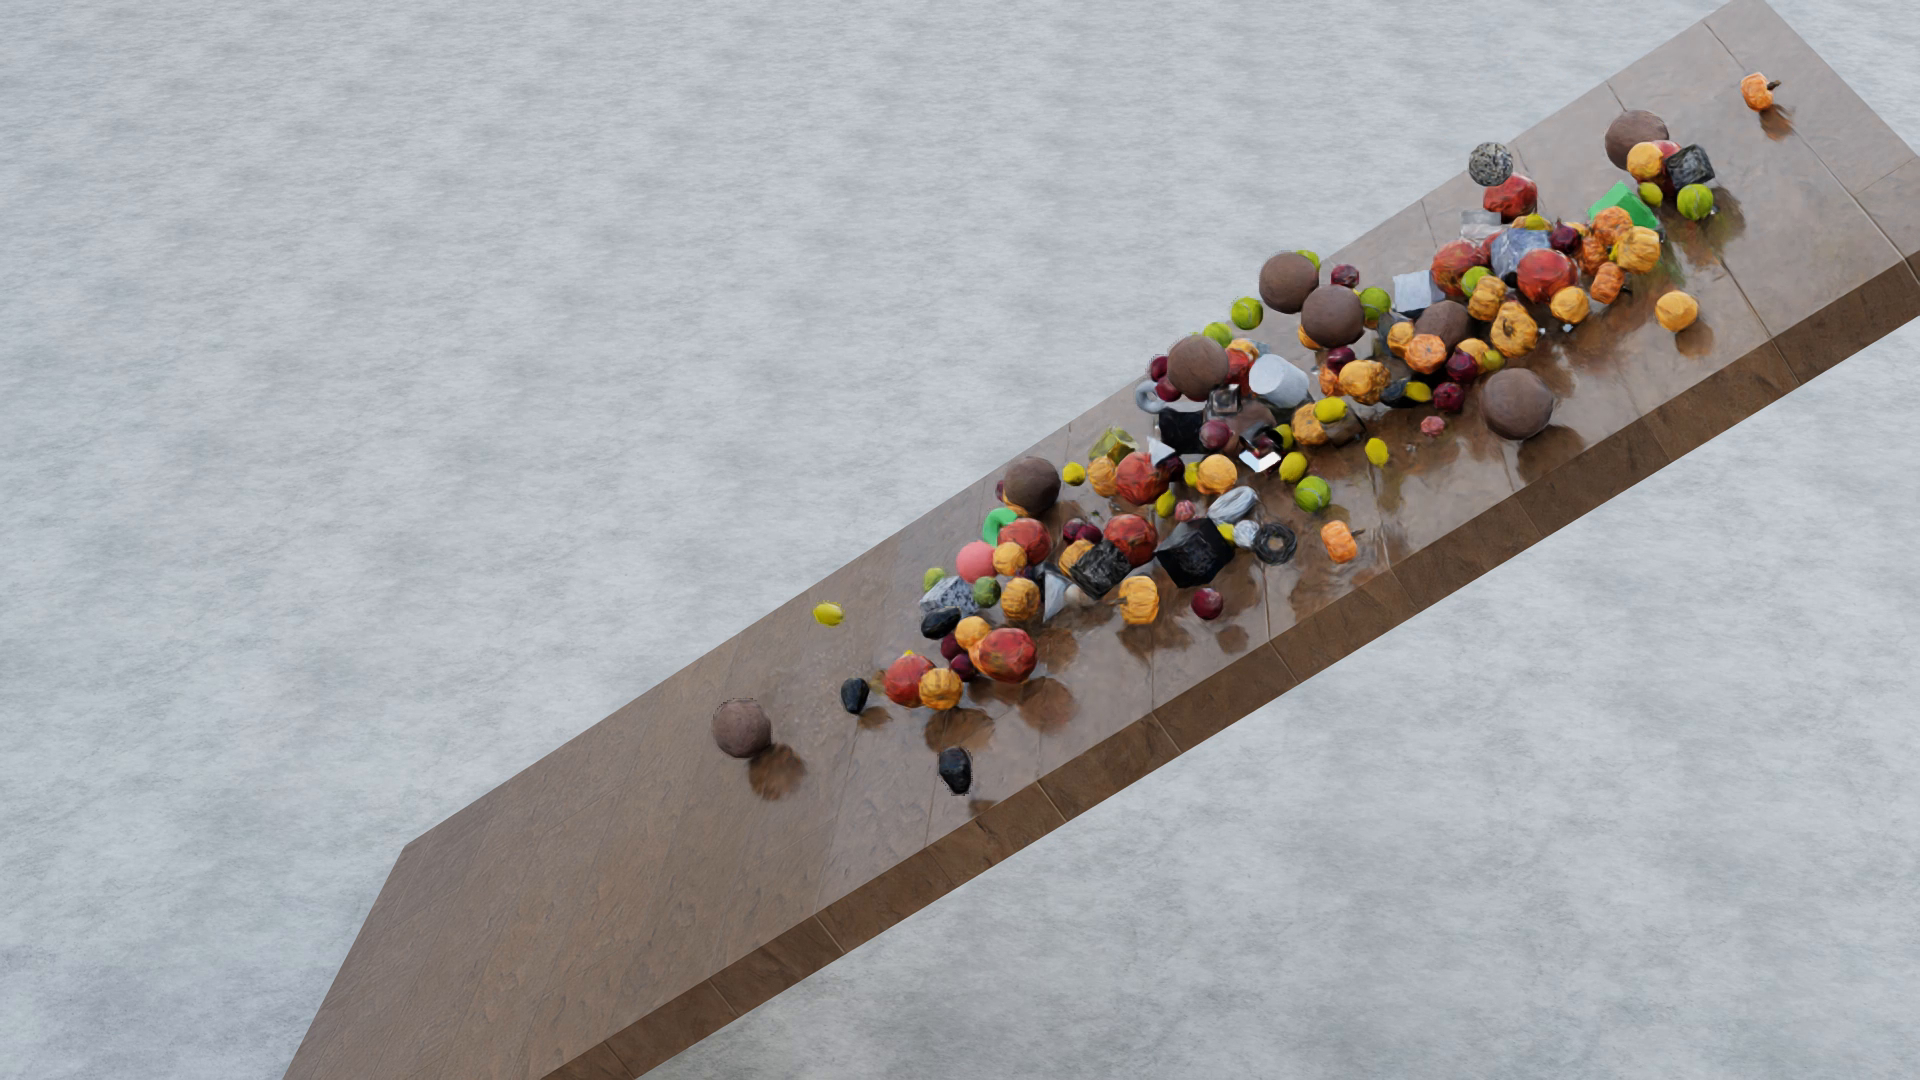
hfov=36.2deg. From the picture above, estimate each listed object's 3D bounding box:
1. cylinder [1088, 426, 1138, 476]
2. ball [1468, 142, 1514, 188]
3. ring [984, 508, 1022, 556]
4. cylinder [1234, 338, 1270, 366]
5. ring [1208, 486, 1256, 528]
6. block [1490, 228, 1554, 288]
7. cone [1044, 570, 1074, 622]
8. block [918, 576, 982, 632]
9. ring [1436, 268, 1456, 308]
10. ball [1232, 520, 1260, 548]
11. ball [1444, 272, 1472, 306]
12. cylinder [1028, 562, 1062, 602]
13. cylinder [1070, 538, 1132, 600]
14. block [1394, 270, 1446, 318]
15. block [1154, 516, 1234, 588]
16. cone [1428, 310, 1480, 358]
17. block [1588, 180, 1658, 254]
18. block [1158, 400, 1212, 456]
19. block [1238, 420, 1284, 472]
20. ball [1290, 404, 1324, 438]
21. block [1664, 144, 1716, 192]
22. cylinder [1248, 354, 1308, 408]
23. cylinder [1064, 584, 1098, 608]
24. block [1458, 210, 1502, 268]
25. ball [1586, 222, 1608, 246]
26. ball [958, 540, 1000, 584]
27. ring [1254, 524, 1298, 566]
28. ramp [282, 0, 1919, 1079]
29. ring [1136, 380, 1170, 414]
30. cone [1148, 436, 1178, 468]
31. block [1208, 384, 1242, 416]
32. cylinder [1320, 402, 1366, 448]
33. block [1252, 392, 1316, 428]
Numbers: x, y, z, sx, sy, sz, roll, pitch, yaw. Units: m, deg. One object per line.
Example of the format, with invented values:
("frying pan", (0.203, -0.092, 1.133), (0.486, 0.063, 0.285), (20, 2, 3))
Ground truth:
("cylinder", (0.342, -0.199, 6.567), (0.081, 0.081, 0.081), (33, 21, -14))
("ball", (1.071, -0.758, 5.934), (0.091, 0.091, 0.091), (0, 21, 0))
("ring", (0.095, -0.019, 6.597), (0.036, 0.109, 0.109), (1, 15, -42))
("cylinder", (0.647, -0.414, 6.512), (0.056, 0.056, 0.056), (14, 16, -21))
("ring", (0.542, -0.067, 5.870), (0.110, 0.037, 0.110), (-33, 17, 11))
("block", (1.112, -0.557, 5.821), (0.089, 0.089, 0.089), (2, -16, -12))
("cone", (0.195, 0.127, 6.037), (0.097, 0.097, 0.097), (28, 6, -3))
("block", (-0.022, 0.139, 6.405), (0.083, 0.083, 0.083), (-44, 17, -26))
("ring", (1.016, -0.525, 6.110), (0.030, 0.090, 0.090), (-29, -2, 42))
("ball", (0.552, -0.011, 5.647), (0.055, 0.055, 0.055), (0, 21, 0))
("ball", (1.017, -0.515, 6.042), (0.068, 0.068, 0.068), (0, 21, 0))
("cylinder", (0.182, 0.090, 6.127), (0.071, 0.071, 0.071), (-2, 14, -6))
("cylinder", (0.279, 0.058, 5.830), (0.087, 0.087, 0.087), (-42, 37, -16))
("block", (0.934, -0.498, 5.969), (0.076, 0.076, 0.076), (-8, -10, 31))
("block", (0.452, 0.025, 5.687), (0.092, 0.092, 0.092), (-45, 18, -29))
("cone", (0.995, -0.409, 5.875), (0.098, 0.098, 0.098), (6, 22, 25))
("block", (1.295, -0.630, 5.750), (0.089, 0.089, 0.089), (41, 20, -14))
("block", (0.483, -0.240, 6.309), (0.095, 0.095, 0.095), (-2, 15, 12))
("block", (0.583, -0.182, 5.711), (0.061, 0.061, 0.061), (-31, 53, -25))
("ball", (0.705, -0.241, 5.965), (0.070, 0.070, 0.070), (0, 21, 0))
("block", (1.427, -0.728, 5.751), (0.065, 0.065, 0.065), (-26, -11, 29))
("cylinder", (0.614, -0.306, 5.668), (0.083, 0.083, 0.083), (23, -2, 45))
("cylinder", (0.247, 0.113, 5.955), (0.051, 0.051, 0.051), (-13, 2, -30))
("block", (1.087, -0.630, 6.147), (0.082, 0.082, 0.082), (5, 50, 11))
("ball", (1.273, -0.614, 5.858), (0.053, 0.053, 0.053), (0, 21, 0))
("ball", (0.041, 0.049, 6.359), (0.095, 0.095, 0.095), (0, 21, 0))
("ring", (0.580, 0.008, 5.413), (0.081, 0.081, 0.027), (5, -17, 14))
("ramp", (0.136, 0.174, 6.305), (4.000, 0.100, 2.000), (-32, 16, 15))
("ring", (0.442, -0.328, 6.767), (0.083, 0.083, 0.028), (9, 32, 21))
("cone", (0.406, -0.192, 6.094), (0.063, 0.063, 0.063), (-25, 76, -47))
("block", (0.530, -0.279, 5.870), (0.053, 0.053, 0.053), (-1, 16, 19))
("cylinder", (0.757, -0.226, 5.812), (0.067, 0.067, 0.067), (-33, 17, 13))
("block", (0.679, -0.291, 6.153), (0.078, 0.078, 0.078), (-42, 16, -20))
